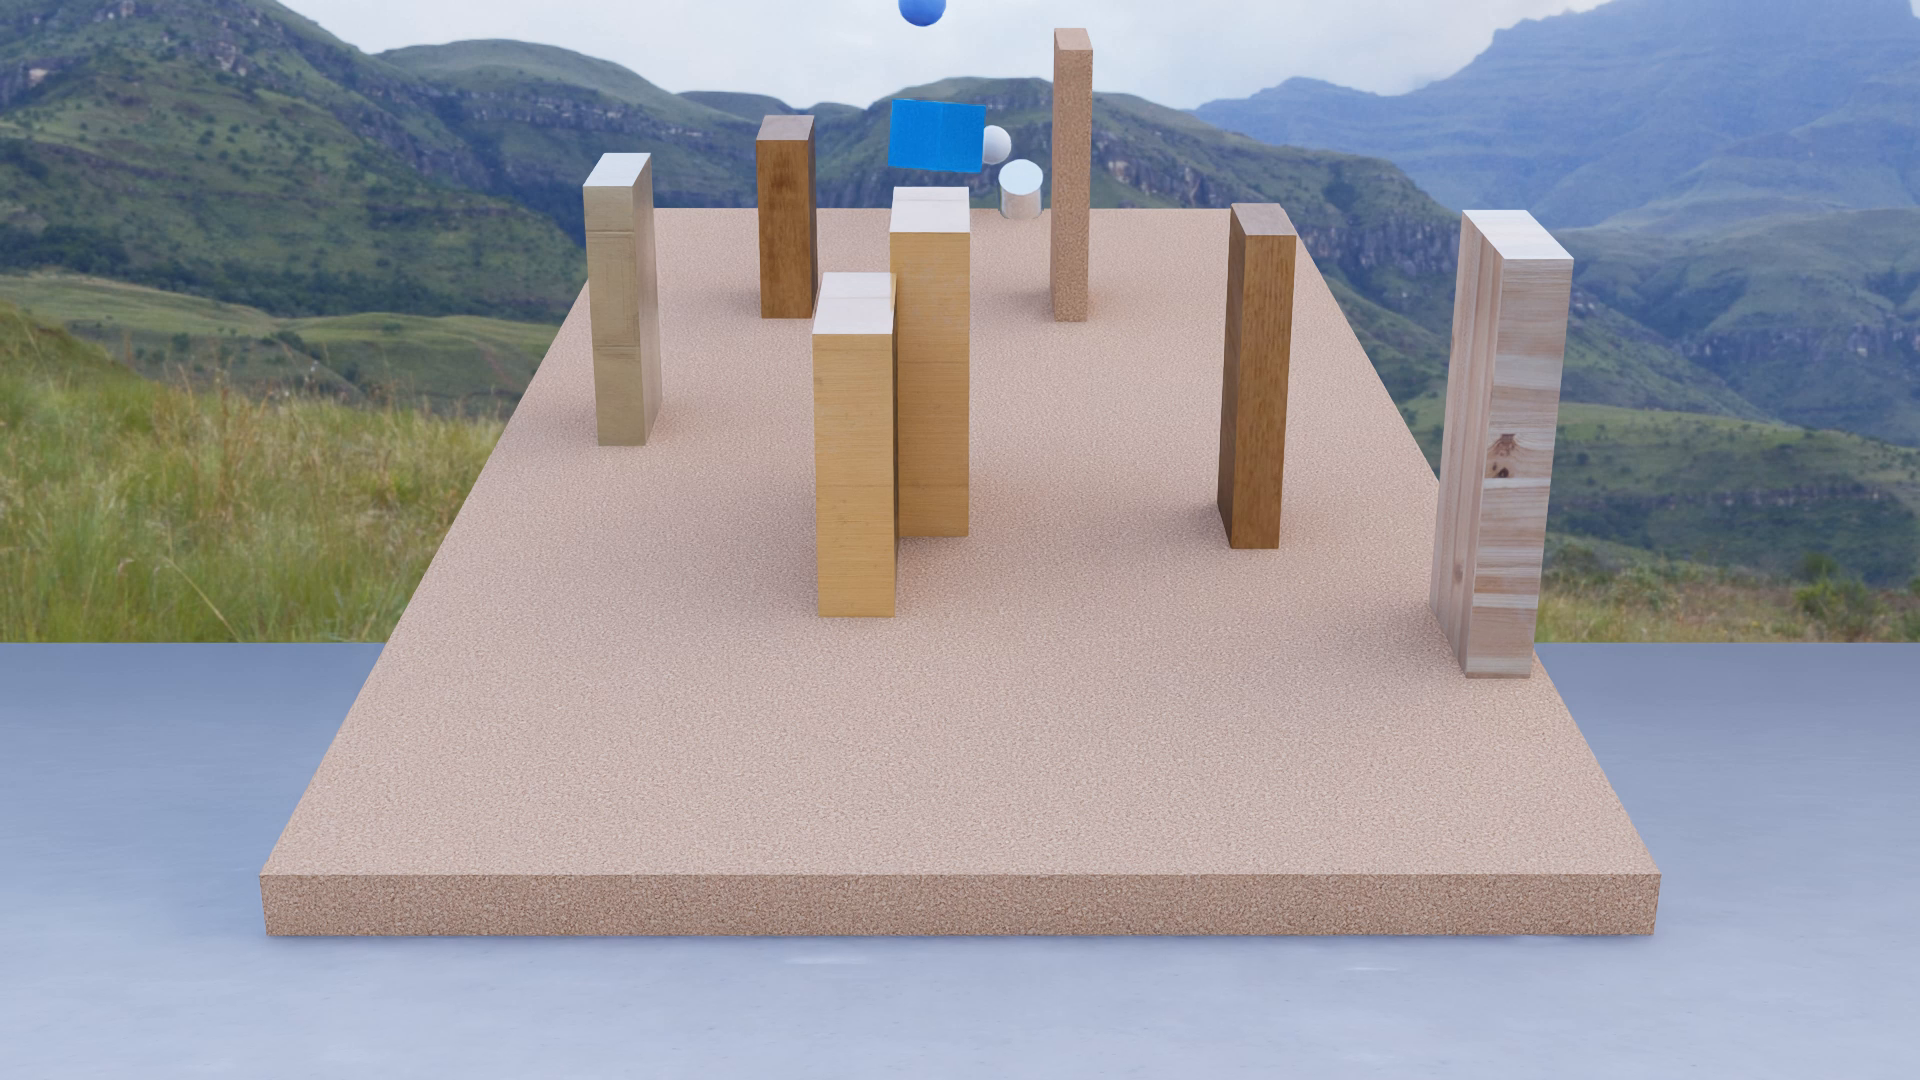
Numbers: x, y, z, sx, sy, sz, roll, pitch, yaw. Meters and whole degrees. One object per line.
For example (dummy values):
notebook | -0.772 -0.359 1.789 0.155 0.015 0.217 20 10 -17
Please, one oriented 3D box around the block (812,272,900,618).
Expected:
block | -0.186 -0.181 4.201 0.136 0.529 0.398 0 22 0

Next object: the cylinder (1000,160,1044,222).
cylinder | 0.182 -1.038 6.812 0.129 0.129 0.129 0 -30 0

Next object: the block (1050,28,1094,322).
block | 0.283 -0.938 5.879 0.082 0.689 0.330 0 22 0

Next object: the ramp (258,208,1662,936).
ramp | -0.006 -0.220 5.146 2.000 0.100 4.000 0 22 0

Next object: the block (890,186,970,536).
block | -0.057 -0.357 4.536 0.149 0.608 0.368 0 22 0

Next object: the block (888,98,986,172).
block | -0.068 -1.189 6.747 0.195 0.195 0.195 13 14 38

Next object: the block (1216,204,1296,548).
block | 0.568 -0.316 4.422 0.092 0.619 0.247 0 22 0

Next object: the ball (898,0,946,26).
ball | -0.110 -1.563 6.659 0.141 0.141 0.141 0 -2 0

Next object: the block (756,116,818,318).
block | -0.445 -0.839 5.937 0.129 0.460 0.310 0 22 0

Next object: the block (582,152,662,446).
block | -0.732 -0.528 5.010 0.102 0.571 0.319 0 22 0

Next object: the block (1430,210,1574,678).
block | 0.910 -0.164 3.895 0.109 0.729 0.323 0 22 0

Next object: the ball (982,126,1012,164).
ball | 0.099 -1.207 7.013 0.117 0.117 0.117 0 -2 0
